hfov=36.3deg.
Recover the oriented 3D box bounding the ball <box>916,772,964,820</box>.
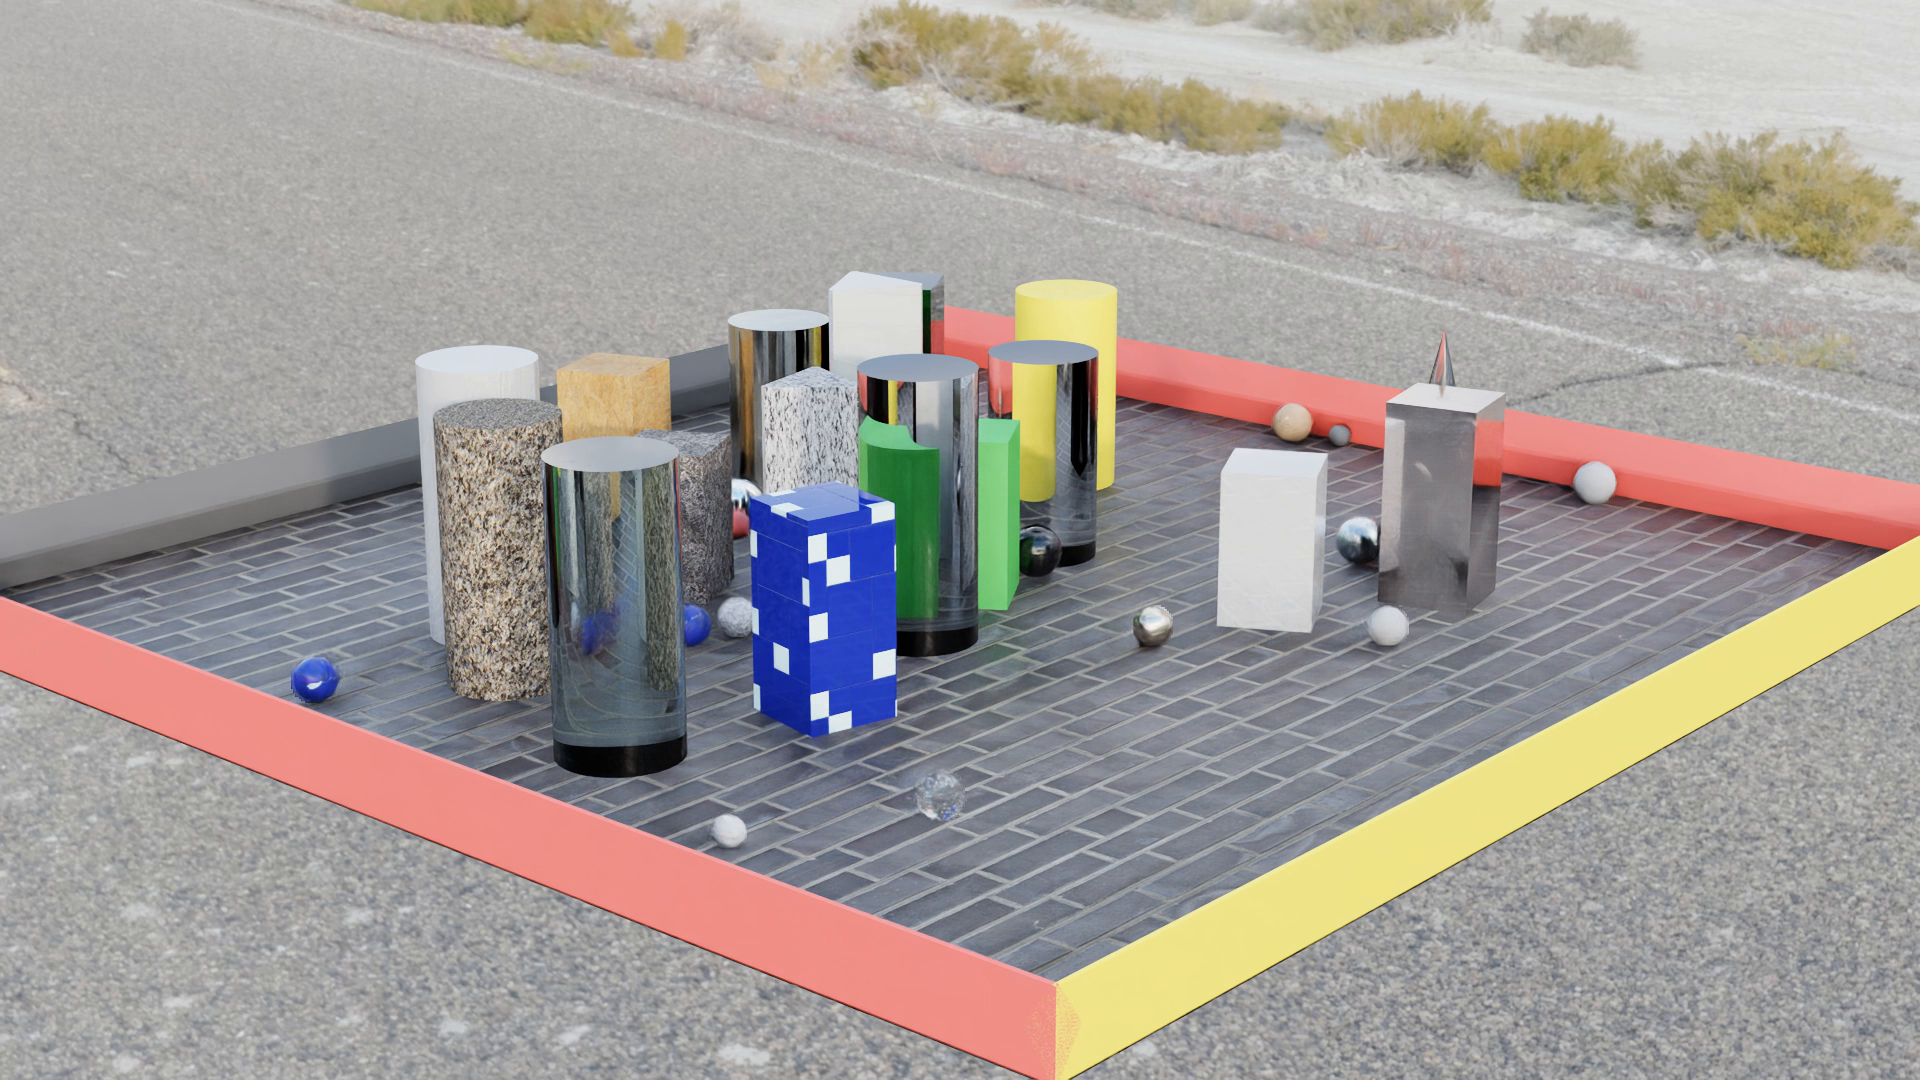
[{"bbox_3d":[-0.028,0.361,4.137,0.069,0.069,0.069,0,17,0],"label":"ball"}]

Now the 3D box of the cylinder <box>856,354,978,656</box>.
[{"bbox_3d":[-0.069,-0.059,4.846,0.200,0.465,0.200,0,17,0],"label":"cylinder"}]

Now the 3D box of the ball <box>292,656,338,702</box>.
[{"bbox_3d":[-1.012,0.219,4.606,0.071,0.071,0.071,0,17,0],"label":"ball"}]

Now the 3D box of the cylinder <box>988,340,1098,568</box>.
[{"bbox_3d":[0.150,-0.158,5.327,0.200,0.376,0.200,0,17,0],"label":"cylinder"}]

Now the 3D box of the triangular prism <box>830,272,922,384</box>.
[{"bbox_3d":[-0.173,-0.239,5.398,0.173,0.491,0.150,-5,18,-17],"label":"triangular prism"}]

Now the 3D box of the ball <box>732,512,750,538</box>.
[{"bbox_3d":[-0.414,-0.028,5.463,0.050,0.050,0.050,0,17,0],"label":"ball"}]

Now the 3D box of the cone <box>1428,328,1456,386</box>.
[{"bbox_3d":[0.867,-0.176,5.306,0.200,0.424,0.200,0,17,0],"label":"cone"}]

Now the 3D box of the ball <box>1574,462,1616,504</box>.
[{"bbox_3d":[1.231,-0.111,5.683,0.082,0.082,0.082,0,17,0],"label":"ball"}]

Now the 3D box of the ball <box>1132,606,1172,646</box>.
[{"bbox_3d":[0.319,0.143,4.867,0.065,0.065,0.065,0,17,0],"label":"ball"}]

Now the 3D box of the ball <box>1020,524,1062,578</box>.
[{"bbox_3d":[0.134,0.019,5.228,0.095,0.095,0.095,0,17,0],"label":"ball"}]

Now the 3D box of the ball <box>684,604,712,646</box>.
[{"bbox_3d":[-0.446,0.141,4.870,0.068,0.068,0.068,0,17,0],"label":"ball"}]

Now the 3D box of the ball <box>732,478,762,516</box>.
[{"bbox_3d":[-0.414,-0.069,5.524,0.093,0.093,0.093,0,17,0],"label":"ball"}]

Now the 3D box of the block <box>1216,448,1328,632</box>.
[{"bbox_3d":[0.532,-0.001,4.990,0.160,0.271,0.160,4,17,13],"label":"block"}]

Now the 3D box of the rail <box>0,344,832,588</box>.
[{"bbox_3d":[-0.961,-0.208,5.919,0.045,0.130,2.654,14,22,39],"label":"rail"}]

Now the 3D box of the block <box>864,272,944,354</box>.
[{"bbox_3d":[-0.123,-0.335,5.905,0.160,0.382,0.160,3,17,9],"label":"block"}]

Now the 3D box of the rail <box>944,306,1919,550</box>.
[{"bbox_3d":[0.855,-0.251,6.062,2.594,0.130,0.045,14,22,39],"label":"rail"}]

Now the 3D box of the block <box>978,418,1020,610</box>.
[{"bbox_3d":[0.014,-0.048,5.099,0.160,0.298,0.160,2,17,8],"label":"block"}]

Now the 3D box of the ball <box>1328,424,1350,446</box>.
[{"bbox_3d":[0.789,-0.218,6.100,0.046,0.046,0.046,0,17,0],"label":"ball"}]

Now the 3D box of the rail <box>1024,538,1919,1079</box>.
[{"bbox_3d":[0.961,0.273,4.320,0.045,0.130,2.654,14,22,39],"label":"rail"}]

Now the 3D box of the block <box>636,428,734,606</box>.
[{"bbox_3d":[-0.499,-0.042,5.135,0.160,0.265,0.160,4,17,13],"label":"block"}]

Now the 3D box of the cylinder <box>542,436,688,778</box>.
[{"bbox_3d":[-0.508,0.097,4.325,0.200,0.465,0.200,0,17,0],"label":"cylinder"}]

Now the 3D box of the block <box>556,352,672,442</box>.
[{"bbox_3d":[-0.667,-0.208,5.676,0.160,0.271,0.160,6,18,20],"label":"block"}]

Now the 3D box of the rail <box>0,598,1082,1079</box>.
[{"bbox_3d":[-0.855,0.316,4.177,2.594,0.130,0.045,14,22,39],"label":"rail"}]

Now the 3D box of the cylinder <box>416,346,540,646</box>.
[{"bbox_3d":[-0.793,-0.072,4.882,0.200,0.470,0.200,0,17,0],"label":"cylinder"}]

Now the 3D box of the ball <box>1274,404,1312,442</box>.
[{"bbox_3d":[0.696,-0.245,6.129,0.081,0.081,0.081,0,17,0],"label":"ball"}]

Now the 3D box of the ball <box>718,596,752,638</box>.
[{"bbox_3d":[-0.373,0.129,4.910,0.068,0.068,0.068,0,17,0],"label":"ball"}]

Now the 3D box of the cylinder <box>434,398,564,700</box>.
[{"bbox_3d":[-0.723,0.013,4.648,0.200,0.440,0.200,0,17,0],"label":"cylinder"}]

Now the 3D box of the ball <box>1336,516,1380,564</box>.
[{"bbox_3d":[0.724,0.001,5.304,0.086,0.086,0.086,0,17,0],"label":"ball"}]

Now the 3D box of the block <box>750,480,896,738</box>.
[{"bbox_3d":[-0.210,0.104,4.514,0.160,0.344,0.160,-12,21,-35],"label":"block"}]

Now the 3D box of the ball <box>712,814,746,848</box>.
[{"bbox_3d":[-0.318,0.401,4.041,0.047,0.047,0.047,0,17,0],"label":"ball"}]

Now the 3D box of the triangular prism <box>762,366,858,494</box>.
[{"bbox_3d":[-0.256,-0.111,5.187,0.173,0.367,0.150,0,17,0],"label":"triangular prism"}]

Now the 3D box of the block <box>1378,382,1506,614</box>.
[{"bbox_3d":[0.834,-0.073,5.080,0.160,0.357,0.160,9,19,27],"label":"block"}]

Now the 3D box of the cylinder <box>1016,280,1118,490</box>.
[{"bbox_3d":[0.208,-0.305,5.801,0.200,0.386,0.200,0,17,0],"label":"cylinder"}]

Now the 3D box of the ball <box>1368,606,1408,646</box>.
[{"bbox_3d":[0.710,0.143,4.867,0.067,0.067,0.067,0,17,0],"label":"ball"}]

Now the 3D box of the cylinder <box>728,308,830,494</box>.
[{"bbox_3d":[-0.355,-0.272,5.785,0.200,0.332,0.200,0,17,0],"label":"cylinder"}]
